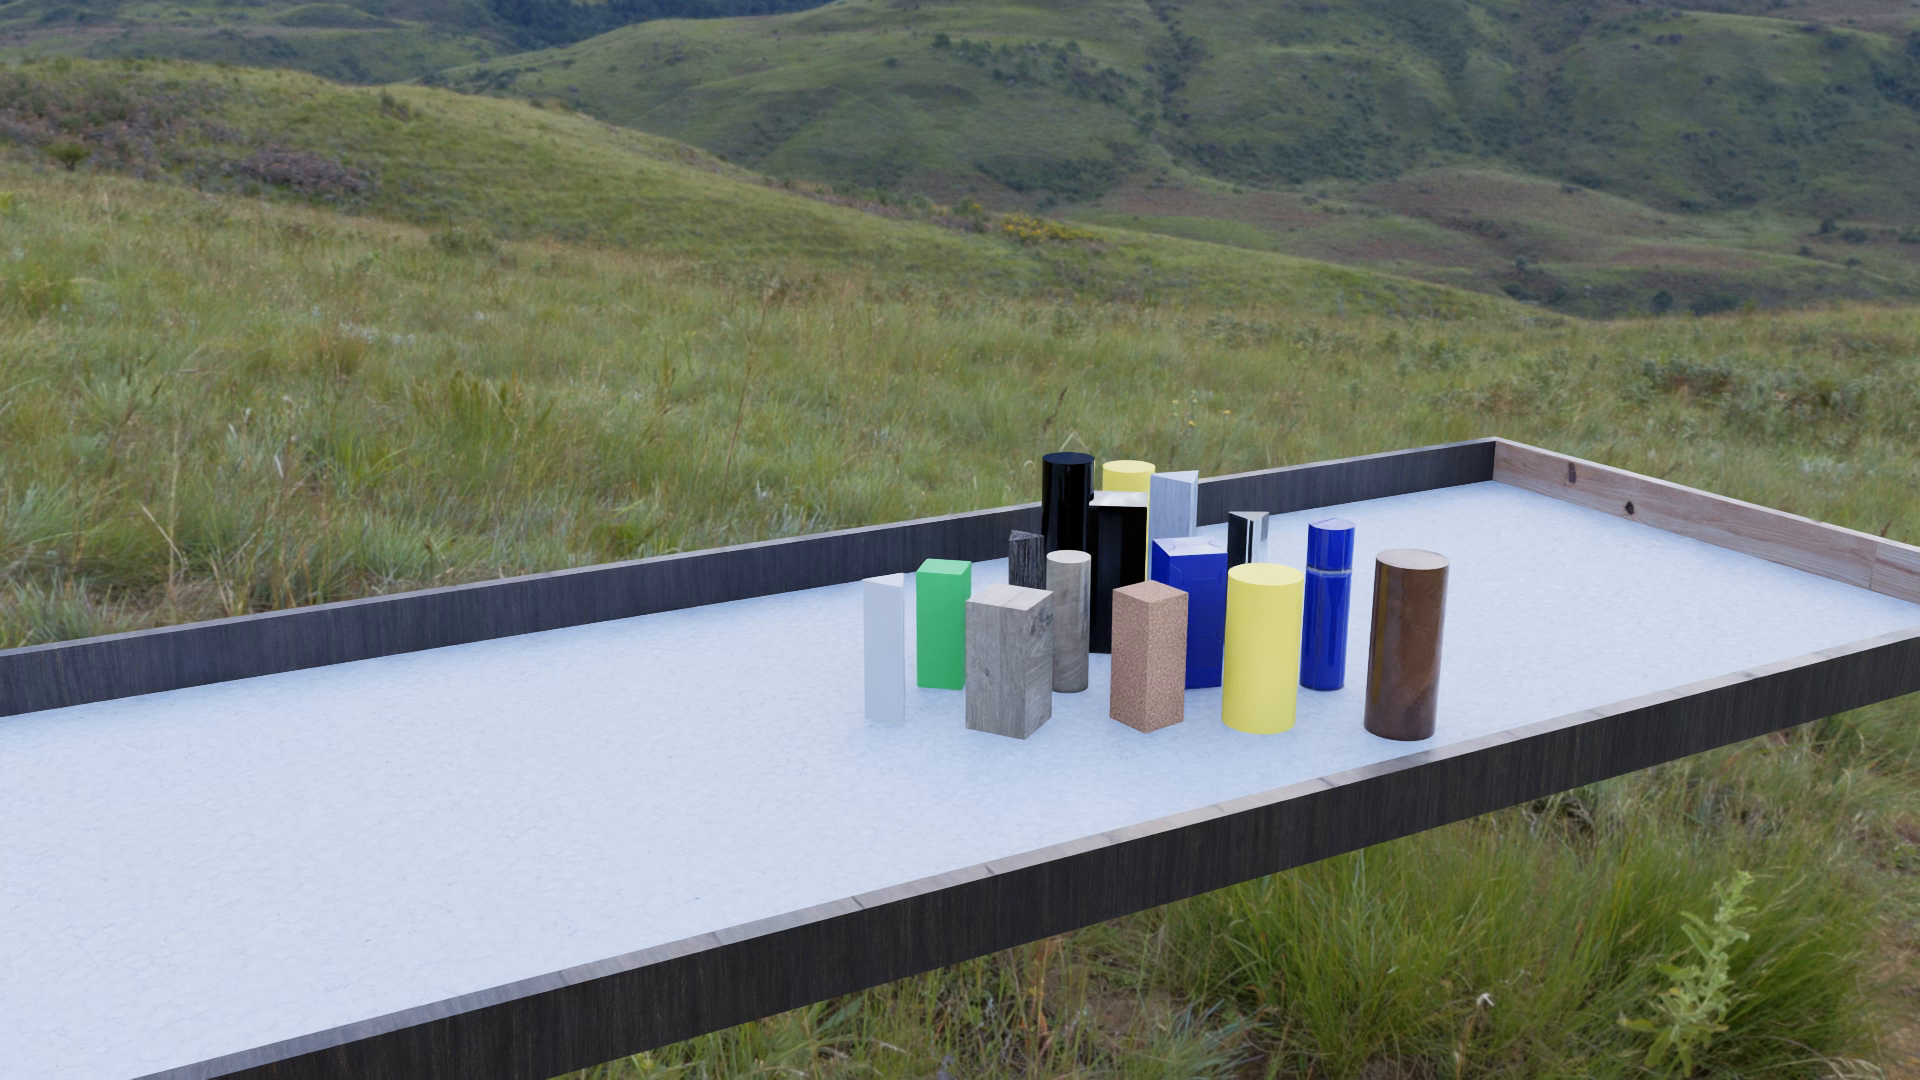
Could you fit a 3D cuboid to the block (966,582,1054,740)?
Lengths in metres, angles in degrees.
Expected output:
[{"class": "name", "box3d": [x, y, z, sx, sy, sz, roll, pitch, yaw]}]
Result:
[{"class": "block", "box3d": [0.115, 0.280, 3.845, 0.153, 0.314, 0.153, 8, 18, 26]}]

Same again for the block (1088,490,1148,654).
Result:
[{"class": "block", "box3d": [0.413, 0.086, 4.349, 0.149, 0.403, 0.149, 2, 16, 7]}]

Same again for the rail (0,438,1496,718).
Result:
[{"class": "rail", "box3d": [-3.305, 0.497, 3.399, 12.000, 0.150, 0.050, -9, 18, -27]}]

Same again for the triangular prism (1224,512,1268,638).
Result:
[{"class": "triangular prism", "box3d": [0.766, 0.110, 4.330, 0.089, 0.368, 0.103, -9, 19, -29]}]

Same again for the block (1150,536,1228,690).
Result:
[{"class": "block", "box3d": [0.566, 0.182, 4.117, 0.146, 0.349, 0.146, -3, 17, -10]}]

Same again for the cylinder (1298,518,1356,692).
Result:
[{"class": "cylinder", "box3d": [0.906, 0.160, 4.073, 0.112, 0.416, 0.112, 0, 16, 0]}]

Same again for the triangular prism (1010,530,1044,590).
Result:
[{"class": "triangular prism", "box3d": [0.157, 0.131, 4.364, 0.100, 0.306, 0.087, -7, 18, -23]}]

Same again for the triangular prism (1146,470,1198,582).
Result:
[{"class": "triangular prism", "box3d": [0.617, 0.014, 4.587, 0.142, 0.405, 0.123, 15, 22, 41]}]

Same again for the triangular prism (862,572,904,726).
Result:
[{"class": "triangular prism", "box3d": [-0.157, 0.253, 3.882, 0.106, 0.345, 0.091, 10, 19, 30]}]

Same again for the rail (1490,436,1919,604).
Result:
[{"class": "rail", "box3d": [2.466, -0.048, 5.253, 0.050, 0.150, 2.100, -9, 18, -27]}]

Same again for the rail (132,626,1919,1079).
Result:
[{"class": "rail", "box3d": [-2.336, 1.006, 1.665, 12.000, 0.150, 0.050, -9, 18, -27]}]

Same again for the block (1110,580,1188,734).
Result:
[{"class": "block", "box3d": [0.441, 0.272, 3.863, 0.123, 0.320, 0.123, -12, 20, -35]}]

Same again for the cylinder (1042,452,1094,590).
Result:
[{"class": "cylinder", "box3d": [0.295, -0.003, 4.550, 0.143, 0.459, 0.143, 0, 16, 0]}]

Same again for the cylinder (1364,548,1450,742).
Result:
[{"class": "cylinder", "box3d": [1.028, 0.241, 3.803, 0.163, 0.413, 0.163, 0, 16, 0]}]

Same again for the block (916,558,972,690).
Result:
[{"class": "block", "box3d": [-0.040, 0.210, 4.108, 0.113, 0.301, 0.113, 4, 17, 12]}]

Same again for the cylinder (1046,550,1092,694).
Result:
[{"class": "cylinder", "box3d": [0.266, 0.202, 4.072, 0.109, 0.336, 0.109, 0, 16, 0]}]

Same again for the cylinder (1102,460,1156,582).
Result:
[{"class": "cylinder", "box3d": [0.490, -0.037, 4.831, 0.151, 0.367, 0.151, 0, 16, 0]}]

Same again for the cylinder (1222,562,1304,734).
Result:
[{"class": "cylinder", "box3d": [0.706, 0.252, 3.853, 0.173, 0.362, 0.173, 0, 16, 0]}]
